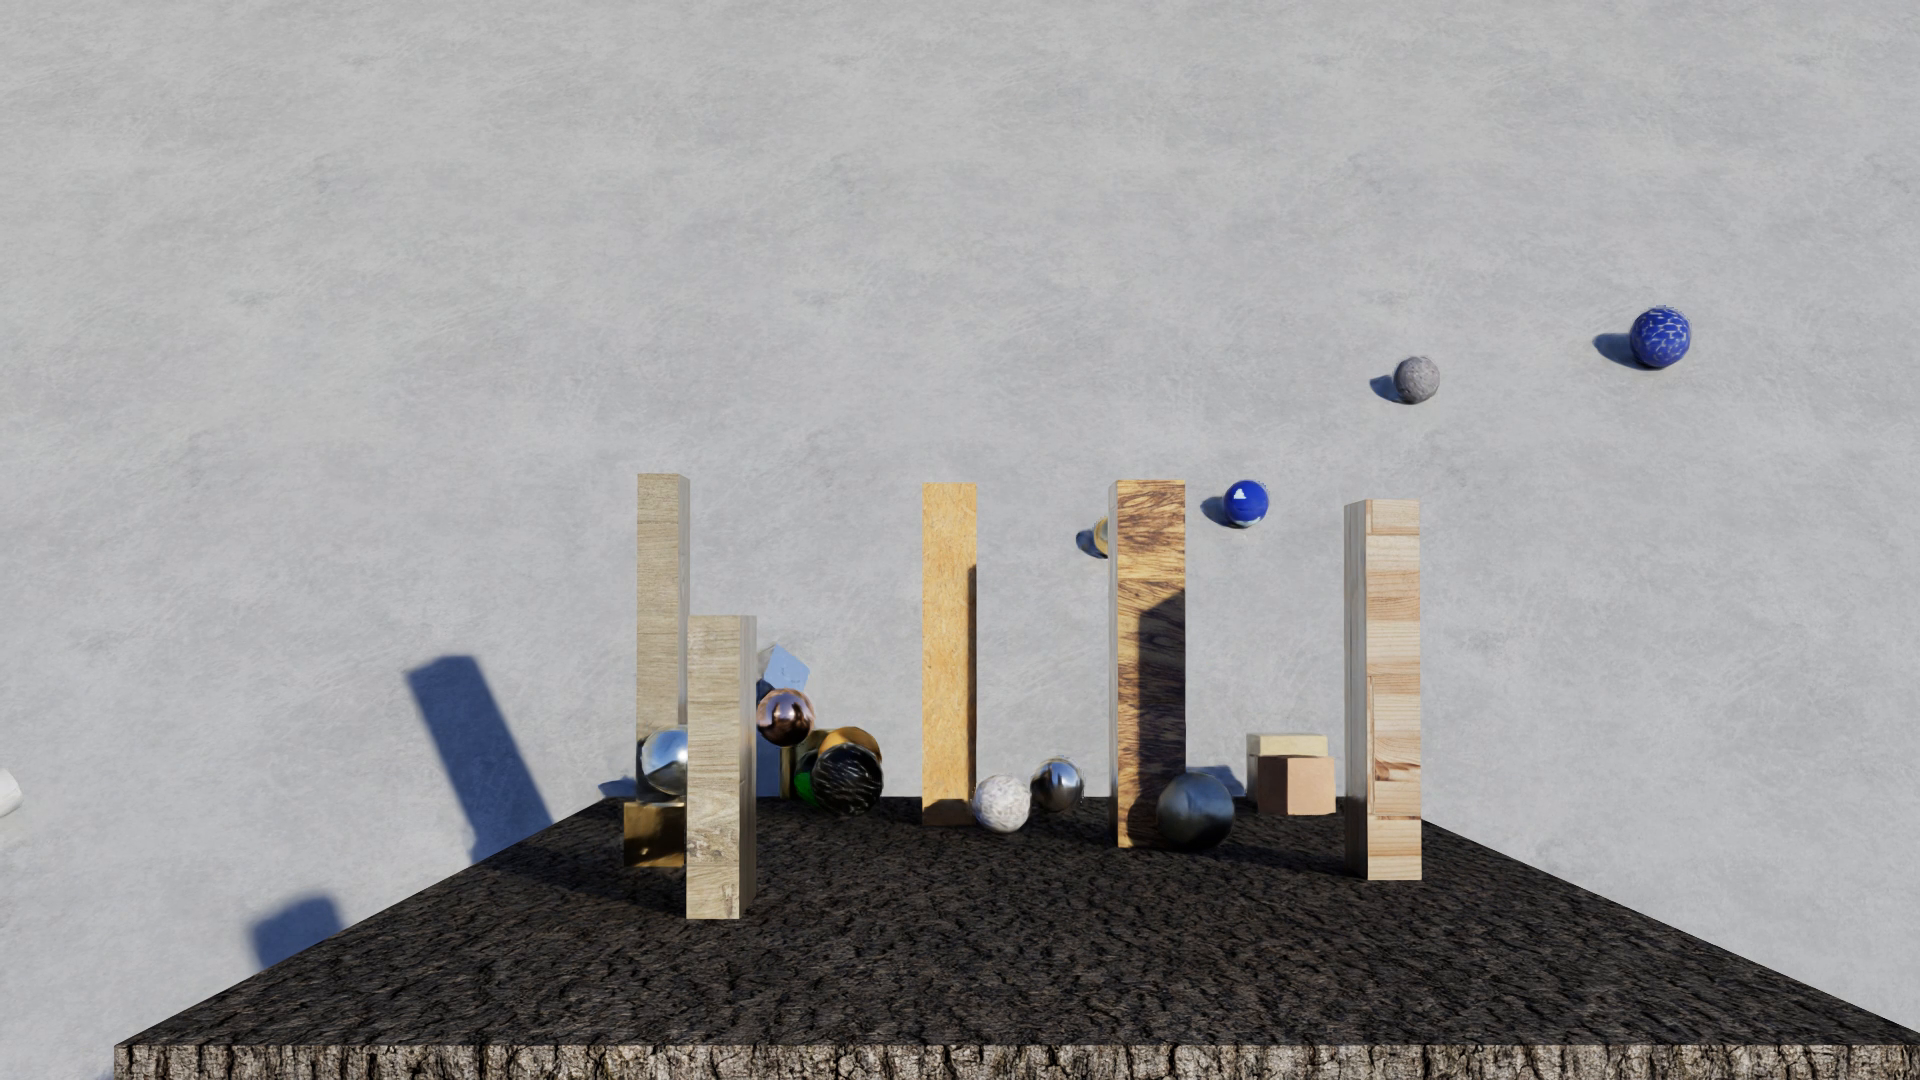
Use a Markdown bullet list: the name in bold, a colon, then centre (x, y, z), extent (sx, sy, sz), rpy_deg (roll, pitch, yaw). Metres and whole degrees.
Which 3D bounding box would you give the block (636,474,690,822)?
- **block**: centre (-0.679, 0.251, 5.954), extent (0.092, 0.793, 0.258), rpy_deg (0, -2, 0)

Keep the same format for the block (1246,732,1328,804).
- **block**: centre (0.833, 0.582, 6.629), extent (0.171, 0.171, 0.171), rpy_deg (0, -2, -6)

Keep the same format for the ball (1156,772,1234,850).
- **ball**: centre (0.472, 0.545, 5.222), extent (0.158, 0.158, 0.158), rpy_deg (0, 35, 0)

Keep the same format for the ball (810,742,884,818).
- **ball**: centre (-0.266, 0.565, 6.118), extent (0.175, 0.175, 0.175), rpy_deg (0, 35, 0)

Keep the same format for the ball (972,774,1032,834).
- **ball**: centre (0.091, 0.573, 5.637), extent (0.129, 0.129, 0.129), rpy_deg (0, 35, 0)

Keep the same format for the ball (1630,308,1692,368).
- **ball**: centre (2.356, -0.681, 8.738), extent (0.202, 0.202, 0.202), rpy_deg (0, 35, 0)

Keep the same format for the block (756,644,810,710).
- **block**: centre (-0.516, 0.390, 7.149), extent (0.129, 0.129, 0.129), rpy_deg (-29, 31, 41)

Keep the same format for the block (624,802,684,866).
- **block**: centre (-0.583, 0.560, 4.949), extent (0.113, 0.113, 0.113), rpy_deg (0, -2, -8)

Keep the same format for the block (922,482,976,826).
- **block**: centre (-0.023, 0.263, 6.053), extent (0.122, 0.774, 0.367), rpy_deg (0, -2, 0)

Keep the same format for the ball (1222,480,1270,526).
- **ball**: centre (0.879, -0.113, 7.976), extent (0.142, 0.142, 0.142), rpy_deg (0, 35, 0)

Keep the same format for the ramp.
- **ramp**: centre (0.077, 0.663, 4.829), extent (2.000, 0.100, 4.000), rpy_deg (0, -2, 0)

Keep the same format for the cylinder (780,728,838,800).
- **cylinder**: centre (-0.379, 0.583, 6.770), extent (0.178, 0.178, 0.178), rpy_deg (0, -2, 0)

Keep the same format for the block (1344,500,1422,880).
- **block**: centre (0.775, 0.271, 4.778), extent (0.095, 0.680, 0.270), rpy_deg (0, -2, 0)

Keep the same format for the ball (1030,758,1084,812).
- **ball**: centre (0.234, 0.592, 6.290), extent (0.132, 0.132, 0.132), rpy_deg (0, 35, 0)

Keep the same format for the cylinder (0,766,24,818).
- **cylinder**: centre (-2.556, 0.678, 6.853), extent (0.118, 0.118, 0.118), rpy_deg (28, 47, 34)

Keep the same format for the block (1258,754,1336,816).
- **block**: centre (0.809, 0.589, 6.260), extent (0.134, 0.134, 0.134), rpy_deg (1, -2, -26)

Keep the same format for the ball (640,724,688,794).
- **ball**: centre (-0.627, 0.484, 5.739), extent (0.156, 0.156, 0.156), rpy_deg (0, 35, 0)

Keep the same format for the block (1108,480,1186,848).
- **block**: centre (0.392, 0.257, 5.472), extent (0.139, 0.751, 0.325), rpy_deg (0, -2, 0)

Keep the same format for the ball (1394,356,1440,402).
- **ball**: centre (1.508, -0.530, 8.566), extent (0.151, 0.151, 0.151), rpy_deg (0, 35, 0)

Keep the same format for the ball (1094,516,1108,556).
- **ball**: centre (0.466, -0.011, 7.843), extent (0.126, 0.126, 0.126), rpy_deg (0, 35, 0)

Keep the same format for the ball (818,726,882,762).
- **ball**: centre (-0.268, 0.528, 6.279), extent (0.155, 0.155, 0.155), rpy_deg (0, 35, 0)

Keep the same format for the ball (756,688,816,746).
- **ball**: centre (-0.427, 0.434, 6.363), extent (0.145, 0.145, 0.145), rpy_deg (0, 35, 0)

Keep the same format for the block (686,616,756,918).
- **block**: centre (-0.384, 0.358, 4.210), extent (0.081, 0.471, 0.339), rpy_deg (0, -2, 0)

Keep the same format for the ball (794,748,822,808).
- **ball**: centre (-0.335, 0.587, 6.402), extent (0.149, 0.149, 0.149), rpy_deg (0, 35, 0)
